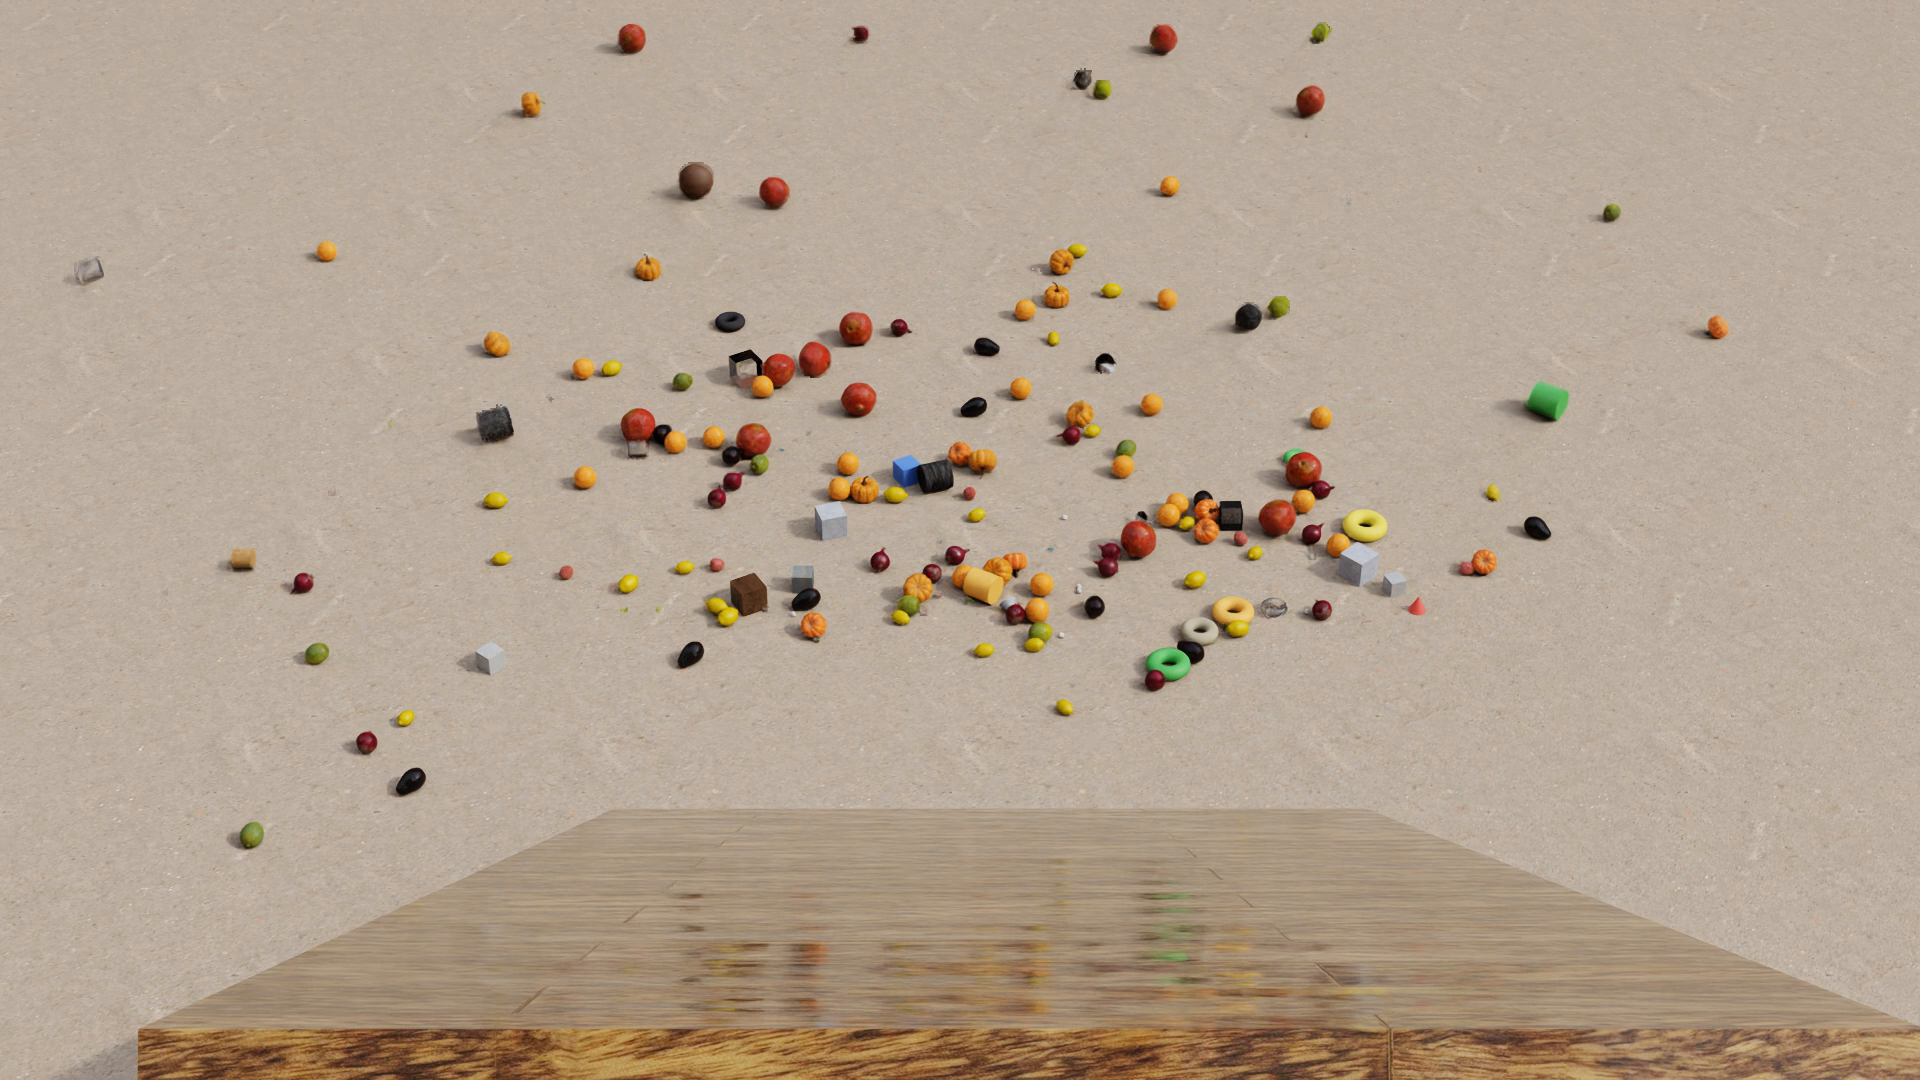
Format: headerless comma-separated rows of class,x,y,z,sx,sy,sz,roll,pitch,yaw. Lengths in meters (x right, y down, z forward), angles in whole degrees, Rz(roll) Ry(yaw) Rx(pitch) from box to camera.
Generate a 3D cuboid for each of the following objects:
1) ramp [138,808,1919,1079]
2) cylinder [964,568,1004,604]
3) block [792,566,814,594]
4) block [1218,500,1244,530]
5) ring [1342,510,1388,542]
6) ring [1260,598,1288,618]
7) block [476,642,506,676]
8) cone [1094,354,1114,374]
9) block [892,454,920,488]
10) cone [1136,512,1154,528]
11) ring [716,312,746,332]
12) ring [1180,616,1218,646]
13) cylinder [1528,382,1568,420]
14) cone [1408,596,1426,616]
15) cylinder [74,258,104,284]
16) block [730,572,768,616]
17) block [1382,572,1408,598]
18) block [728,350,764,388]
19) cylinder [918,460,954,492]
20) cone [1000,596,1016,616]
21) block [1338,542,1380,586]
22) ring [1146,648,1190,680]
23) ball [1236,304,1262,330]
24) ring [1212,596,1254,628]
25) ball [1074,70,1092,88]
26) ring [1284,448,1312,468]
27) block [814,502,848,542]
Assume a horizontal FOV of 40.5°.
ramp,0.080,0.680,4.905,2.000,0.100,4.000,0,-2,0
cylinder,0.070,0.136,7.742,0.087,0.087,0.087,21,41,26
block,-0.470,0.118,7.789,0.060,0.060,0.060,1,37,1
block,0.838,-0.075,8.044,0.066,0.066,0.066,-1,37,-1
ring,1.249,-0.044,8.021,0.137,0.046,0.137,0,38,0
ring,0.930,0.200,7.706,0.082,0.027,0.082,-1,36,1
block,-1.351,0.341,7.490,0.059,0.059,0.059,28,45,32
cone,0.476,-0.597,8.777,0.072,0.072,0.072,-12,12,-16
block,-0.167,-0.218,8.238,0.066,0.066,0.066,-20,41,-25
cone,0.582,-0.059,8.058,0.055,0.055,0.055,8,27,-37
ring,-0.794,-0.755,8.988,0.104,0.035,0.104,0,35,0
ring,0.700,0.267,7.608,0.112,0.037,0.112,0,38,0
cylinder,1.928,-0.455,8.530,0.098,0.098,0.098,24,43,28
cone,1.357,0.187,7.703,0.052,0.052,0.052,0,37,0
cylinder,-3.086,-0.954,9.221,0.076,0.076,0.076,-21,42,-26
block,-0.626,0.162,7.712,0.081,0.081,0.081,-19,41,-24
block,1.300,0.133,7.777,0.051,0.051,0.051,-13,39,-17
block,-0.716,-0.573,8.702,0.083,0.083,0.083,-20,41,-25
cylinder,-0.077,-0.201,8.193,0.090,0.090,0.090,-12,38,-16
cone,0.152,0.206,7.701,0.054,0.054,0.054,-15,66,-20
block,1.200,0.073,7.830,0.083,0.083,0.083,-30,46,-34
ring,0.599,0.358,7.481,0.128,0.043,0.128,-1,35,1
ball,0.994,-0.767,8.958,0.090,0.090,0.090,0,37,0
ring,0.806,0.212,7.679,0.126,0.042,0.126,0,35,0
ball,0.494,-1.847,10.431,0.070,0.070,0.070,0,37,0
ring,1.080,-0.261,8.327,0.087,0.029,0.087,-1,35,0
block,-0.397,-0.058,8.009,0.080,0.080,0.080,-12,38,-15
